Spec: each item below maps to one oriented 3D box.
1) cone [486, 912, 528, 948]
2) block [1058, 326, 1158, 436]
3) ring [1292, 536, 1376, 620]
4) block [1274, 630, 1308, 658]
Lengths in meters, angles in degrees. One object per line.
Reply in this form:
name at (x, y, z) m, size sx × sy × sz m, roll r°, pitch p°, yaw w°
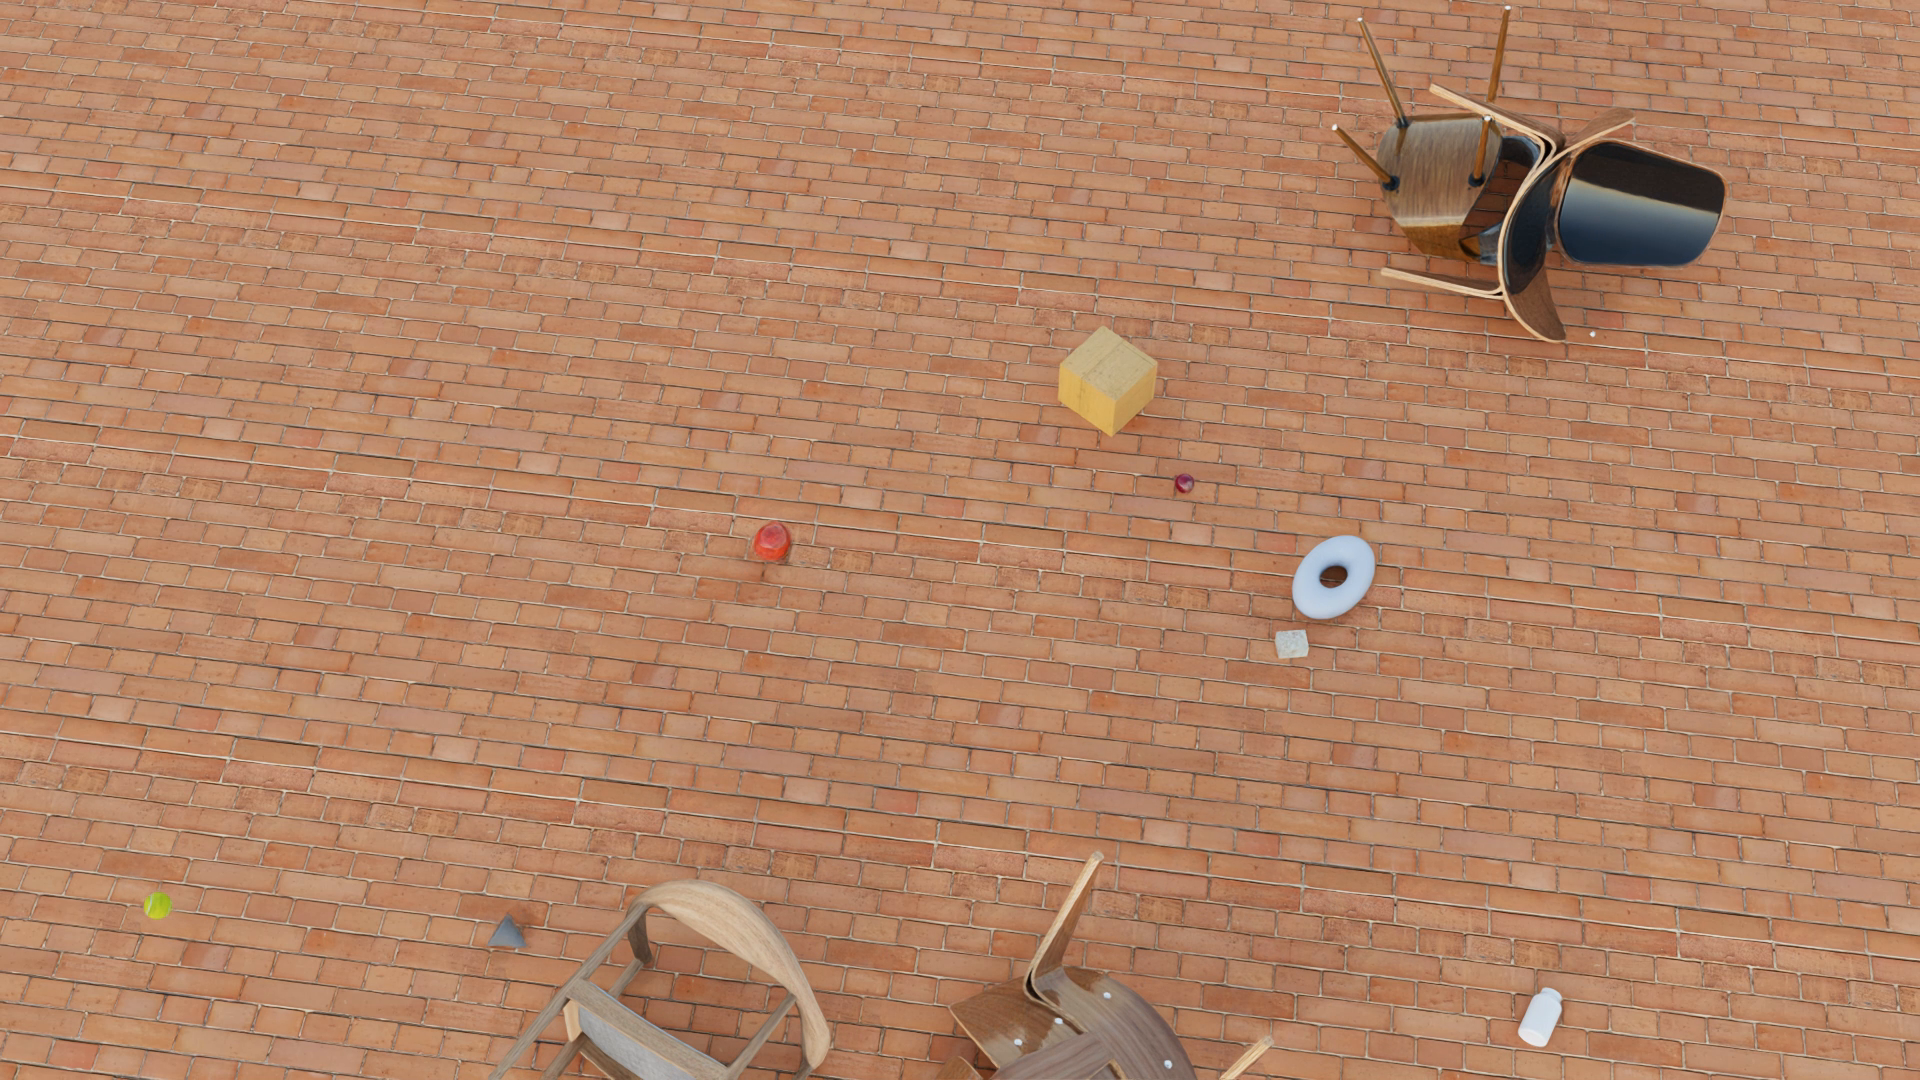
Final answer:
cone at (-1.188, 1.056, 5.840) m, size 0.095 × 0.079 × 0.107 m, roll 33°, pitch 96°, yaw -9°
block at (0.455, -0.491, 6.795) m, size 0.219 × 0.180 × 0.204 m, roll 37°, pitch 63°, yaw 22°
ring at (1.096, 0.109, 6.447) m, size 0.206 × 0.093 × 0.313 m, roll 34°, pitch 63°, yaw 19°
block at (0.957, 0.300, 6.345) m, size 0.083 × 0.046 × 0.063 m, roll -5°, pitch 56°, yaw -3°
